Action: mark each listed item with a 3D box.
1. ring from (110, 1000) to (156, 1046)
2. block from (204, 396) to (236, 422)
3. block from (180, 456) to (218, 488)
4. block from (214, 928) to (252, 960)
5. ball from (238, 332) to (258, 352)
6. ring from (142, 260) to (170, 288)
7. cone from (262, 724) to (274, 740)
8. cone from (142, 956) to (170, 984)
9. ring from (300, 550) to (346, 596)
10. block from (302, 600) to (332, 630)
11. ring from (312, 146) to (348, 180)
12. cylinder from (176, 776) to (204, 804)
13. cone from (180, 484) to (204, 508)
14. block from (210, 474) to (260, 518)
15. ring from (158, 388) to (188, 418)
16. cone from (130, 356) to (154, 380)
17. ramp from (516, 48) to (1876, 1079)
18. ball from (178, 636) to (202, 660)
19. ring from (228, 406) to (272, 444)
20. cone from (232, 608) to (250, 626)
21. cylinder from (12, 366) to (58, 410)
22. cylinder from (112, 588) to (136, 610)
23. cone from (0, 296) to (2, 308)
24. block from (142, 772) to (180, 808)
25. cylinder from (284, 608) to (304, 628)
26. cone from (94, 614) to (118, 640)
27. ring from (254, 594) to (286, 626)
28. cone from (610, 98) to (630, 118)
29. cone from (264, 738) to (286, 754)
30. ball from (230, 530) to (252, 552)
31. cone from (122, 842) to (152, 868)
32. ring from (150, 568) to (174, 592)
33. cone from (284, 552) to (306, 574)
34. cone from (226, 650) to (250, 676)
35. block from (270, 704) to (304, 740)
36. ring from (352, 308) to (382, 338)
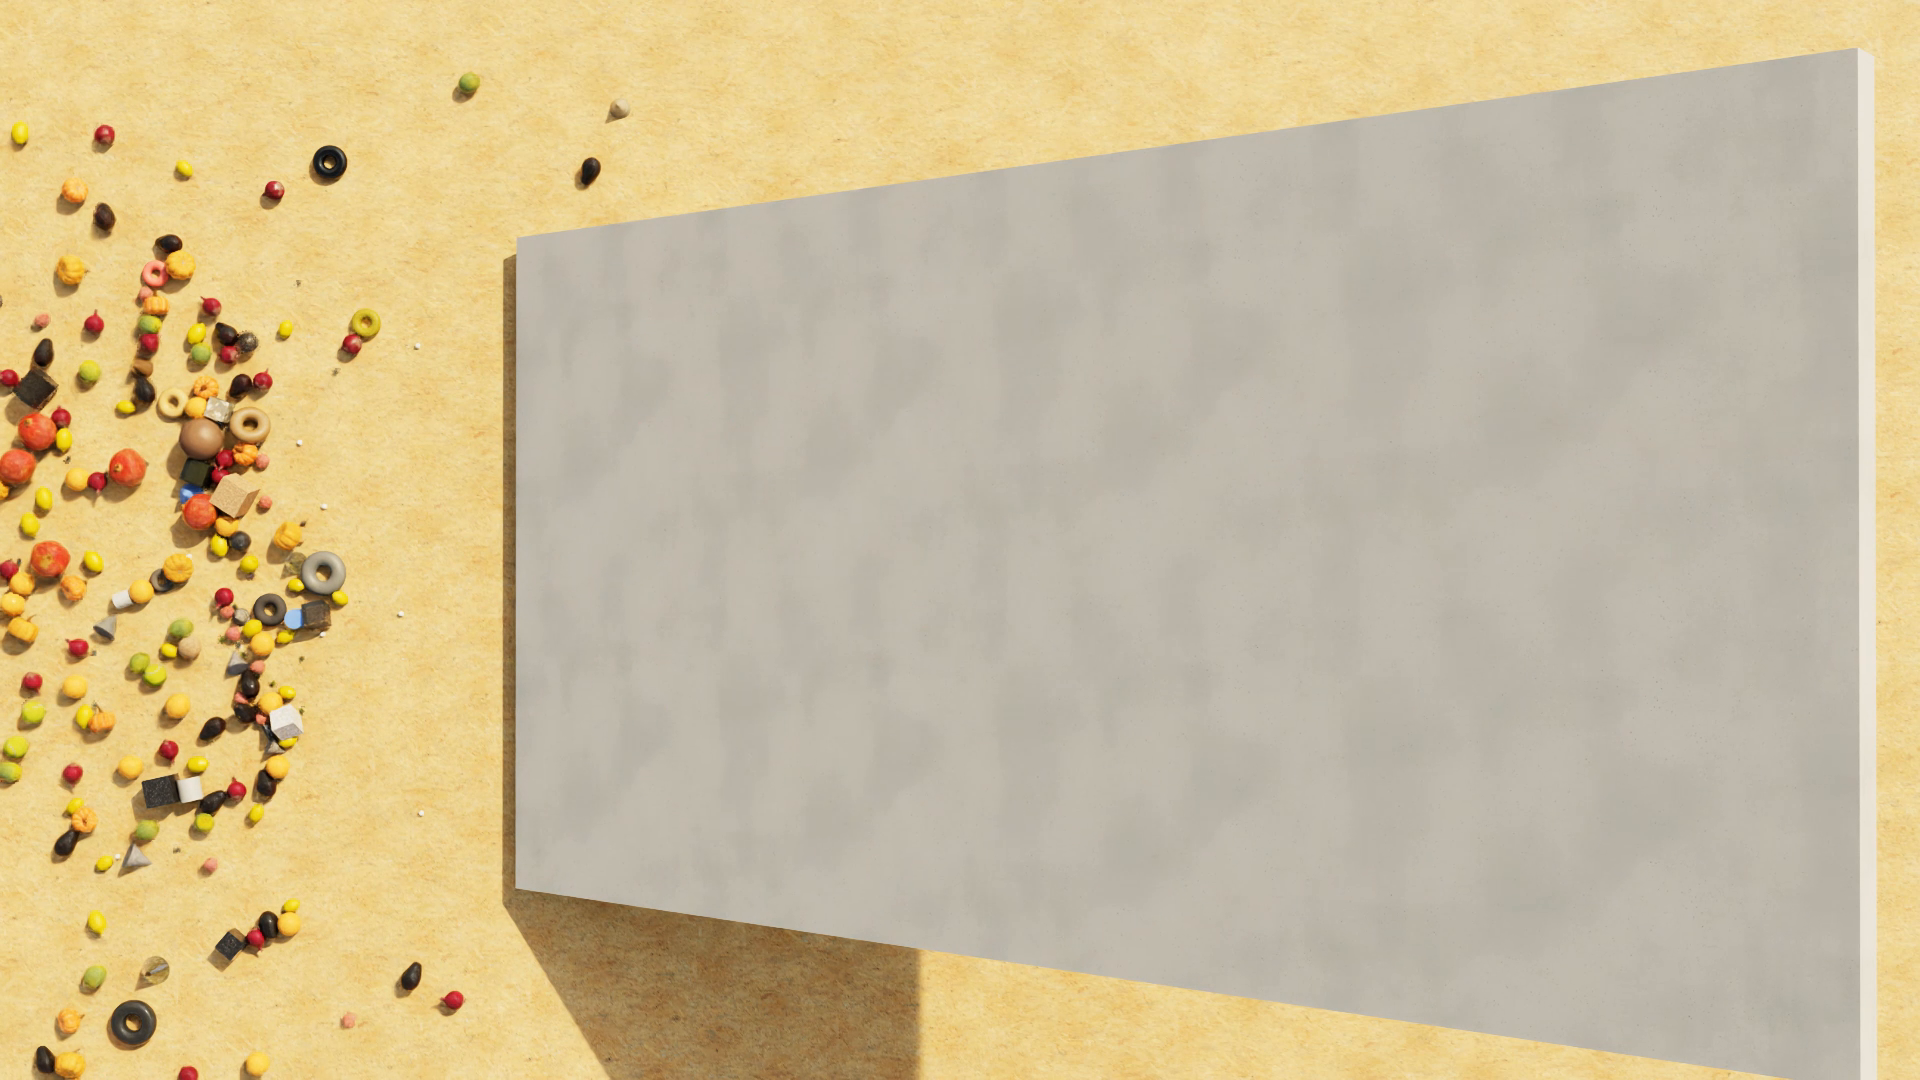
[{"bbox_3d":[-2.557,1.493,6.804,0.143,0.048,0.143,0,90,1],"label":"ring"},{"bbox_3d":[-2.292,-0.403,6.808,0.063,0.063,0.063,19,90,0],"label":"block"},{"bbox_3d":[-2.355,-0.208,6.801,0.073,0.073,0.073,22,90,0],"label":"block"},{"bbox_3d":[-2.247,1.249,6.796,0.066,0.066,0.066,40,90,0],"label":"block"},{"bbox_3d":[-2.205,-0.611,6.809,0.062,0.062,0.062,0,90,0],"label":"ball"},{"bbox_3d":[-2.497,-0.827,6.828,0.083,0.028,0.083,0,90,-1],"label":"ring"},{"bbox_3d":[-2.128,0.586,6.821,0.053,0.053,0.053,-25,90,-27],"label":"cone"},{"bbox_3d":[-2.498,1.336,6.783,0.089,0.089,0.089,0,90,0],"label":"cone"},{"bbox_3d":[-1.972,0.103,6.813,0.141,0.047,0.141,0,88,0],"label":"ring"},{"bbox_3d":[-1.988,0.231,6.793,0.067,0.067,0.067,-12,73,0],"label":"block"},{"bbox_3d":[-1.956,-1.172,6.826,0.109,0.036,0.109,0,90,-1],"label":"ring"},{"bbox_3d":[-2.380,0.771,6.797,0.070,0.070,0.070,-12,90,0],"label":"cylinder"},{"bbox_3d":[-2.389,-0.139,6.798,0.078,0.078,0.078,0,90,0],"label":"cone"},{"bbox_3d":[-2.236,-0.138,6.783,0.092,0.092,0.092,33,101,0],"label":"block"},{"bbox_3d":[-2.441,-0.425,6.823,0.095,0.032,0.095,0,90,1],"label":"ring"},{"bbox_3d":[-2.546,-0.535,6.804,0.072,0.072,0.072,0,90,0],"label":"cone"},{"bbox_3d":[0.212,0.062,5.527,4.000,0.100,2.000,0,90,39],"label":"ramp"},{"bbox_3d":[-2.381,0.334,6.800,0.069,0.069,0.069,0,90,0],"label":"ball"},{"bbox_3d":[-2.195,-0.355,6.800,0.125,0.042,0.125,8,63,-15],"label":"ring"},{"bbox_3d":[-2.234,0.239,6.806,0.057,0.057,0.057,0,90,0],"label":"cone"},{"bbox_3d":[-2.856,-0.469,6.792,0.094,0.094,0.094,42,90,0],"label":"cylinder"},{"bbox_3d":[-2.589,0.182,6.810,0.051,0.051,0.051,-20,90,0],"label":"cylinder"},{"bbox_3d":[-3.020,-0.742,6.799,0.084,0.084,0.084,0,90,0],"label":"cone"},{"bbox_3d":[-2.461,0.774,6.788,0.086,0.086,0.086,-12,90,0],"label":"block"},{"bbox_3d":[-2.051,0.244,6.805,0.060,0.060,0.060,0,90,0],"label":"cylinder"},{"bbox_3d":[-2.632,0.258,6.818,0.074,0.074,0.074,28,63,0],"label":"cone"},{"bbox_3d":[-2.139,0.216,6.818,0.104,0.035,0.104,0,91,-1],"label":"ring"},{"bbox_3d":[-1.058,-1.343,6.812,0.065,0.065,0.065,0,90,0],"label":"cone"},{"bbox_3d":[-2.116,0.649,6.819,0.059,0.059,0.059,27,90,-26],"label":"cone"},{"bbox_3d":[-2.226,0.003,6.803,0.066,0.066,0.066,0,90,0],"label":"ball"},{"bbox_3d":[-2.538,0.990,6.812,0.082,0.082,0.082,27,90,-26],"label":"cone"},{"bbox_3d":[-2.476,0.125,6.823,0.075,0.025,0.075,0,89,0],"label":"ring"},{"bbox_3d":[-2.063,0.072,6.800,0.072,0.072,0.072,0,90,0],"label":"cone"},{"bbox_3d":[-2.244,0.370,6.818,0.071,0.071,0.071,-22,63,0],"label":"cone"},{"bbox_3d":[-2.078,0.563,6.784,0.070,0.070,0.070,-21,55,0],"label":"block"},{"bbox_3d":[-1.843,-0.672,6.826,0.093,0.031,0.093,0,90,-1],"label":"ring"}]
